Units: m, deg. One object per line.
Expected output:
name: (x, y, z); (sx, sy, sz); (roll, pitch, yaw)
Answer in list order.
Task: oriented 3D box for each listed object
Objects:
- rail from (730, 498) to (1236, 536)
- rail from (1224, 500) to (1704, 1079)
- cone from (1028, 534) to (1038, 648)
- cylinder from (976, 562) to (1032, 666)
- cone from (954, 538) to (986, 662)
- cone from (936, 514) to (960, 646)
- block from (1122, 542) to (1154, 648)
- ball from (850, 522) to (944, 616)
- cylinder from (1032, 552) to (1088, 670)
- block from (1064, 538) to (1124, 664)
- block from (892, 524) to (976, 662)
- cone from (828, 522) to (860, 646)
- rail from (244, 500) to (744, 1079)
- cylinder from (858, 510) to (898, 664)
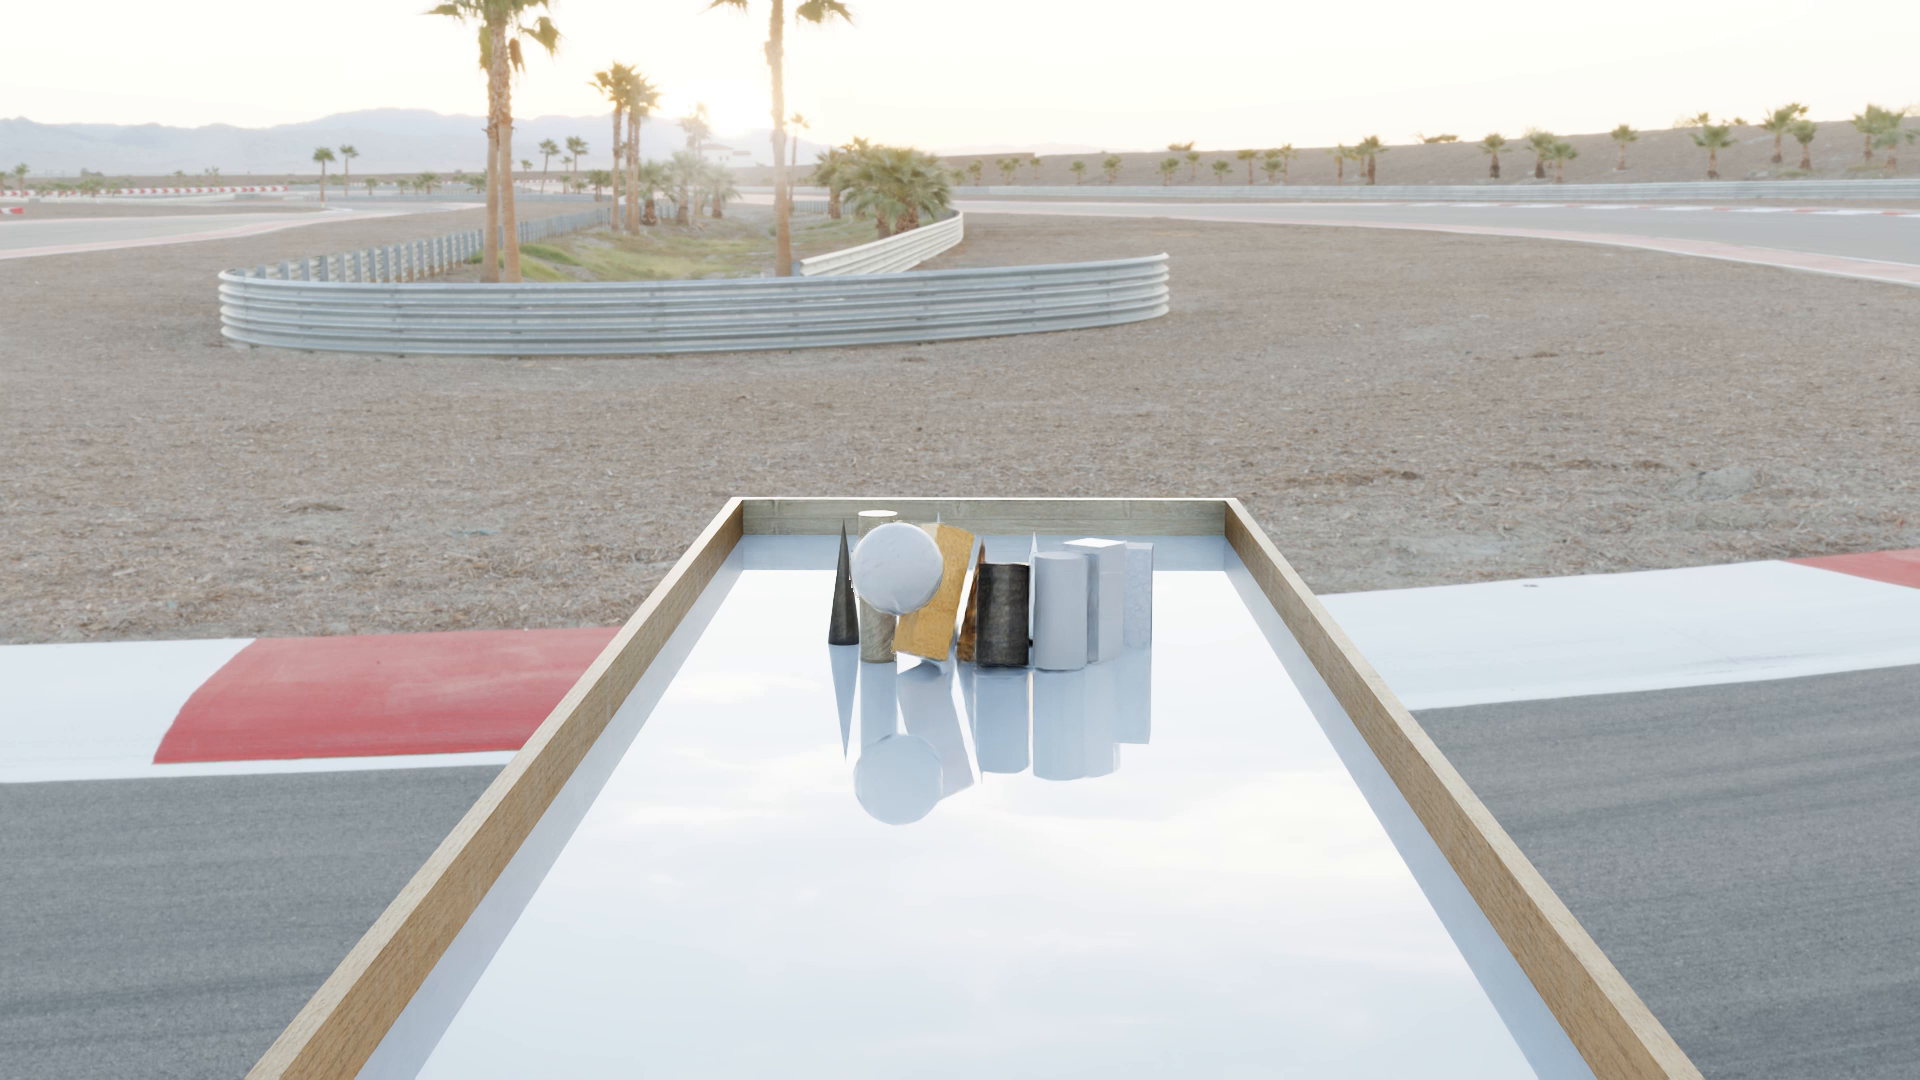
rail: (0.099, -0.098, 9.147); (2.100, 0.150, 0.050); (0, 9, 1)
rail: (1.046, 0.843, 3.208); (0.050, 0.150, 12.000); (0, 9, 1)
cone: (0.233, 0.149, 6.924); (0.145, 0.359, 0.145); (0, 9, 0)
cylinder: (0.129, 0.221, 6.591); (0.159, 0.300, 0.159); (2, 0, 0)
cone: (0.059, 0.170, 6.679); (0.133, 0.383, 0.133); (3, 14, -1)
cone: (-0.068, 0.116, 6.939); (0.141, 0.418, 0.141); (0, 9, 0)
block: (0.543, 0.172, 6.930); (0.122, 0.312, 0.122); (1, 9, 8)
ball: (-0.184, 0.084, 6.446); (0.272, 0.272, 0.272); (0, 9, 0)
cylinder: (0.302, 0.212, 6.594); (0.161, 0.332, 0.161); (1, 7, 0)
block: (0.405, 0.184, 6.709); (0.134, 0.354, 0.134); (7, 10, 36)
block: (-0.080, 0.158, 6.641); (0.126, 0.396, 0.126); (16, -8, -25)
cone: (-0.365, 0.126, 6.935); (0.109, 0.400, 0.109); (0, 9, 0)
rail: (-1.004, 0.839, 3.234); (0.050, 0.150, 12.000); (0, 9, 1)
cylinder: (-0.248, 0.142, 6.674); (0.117, 0.450, 0.117); (0, 9, 0)
